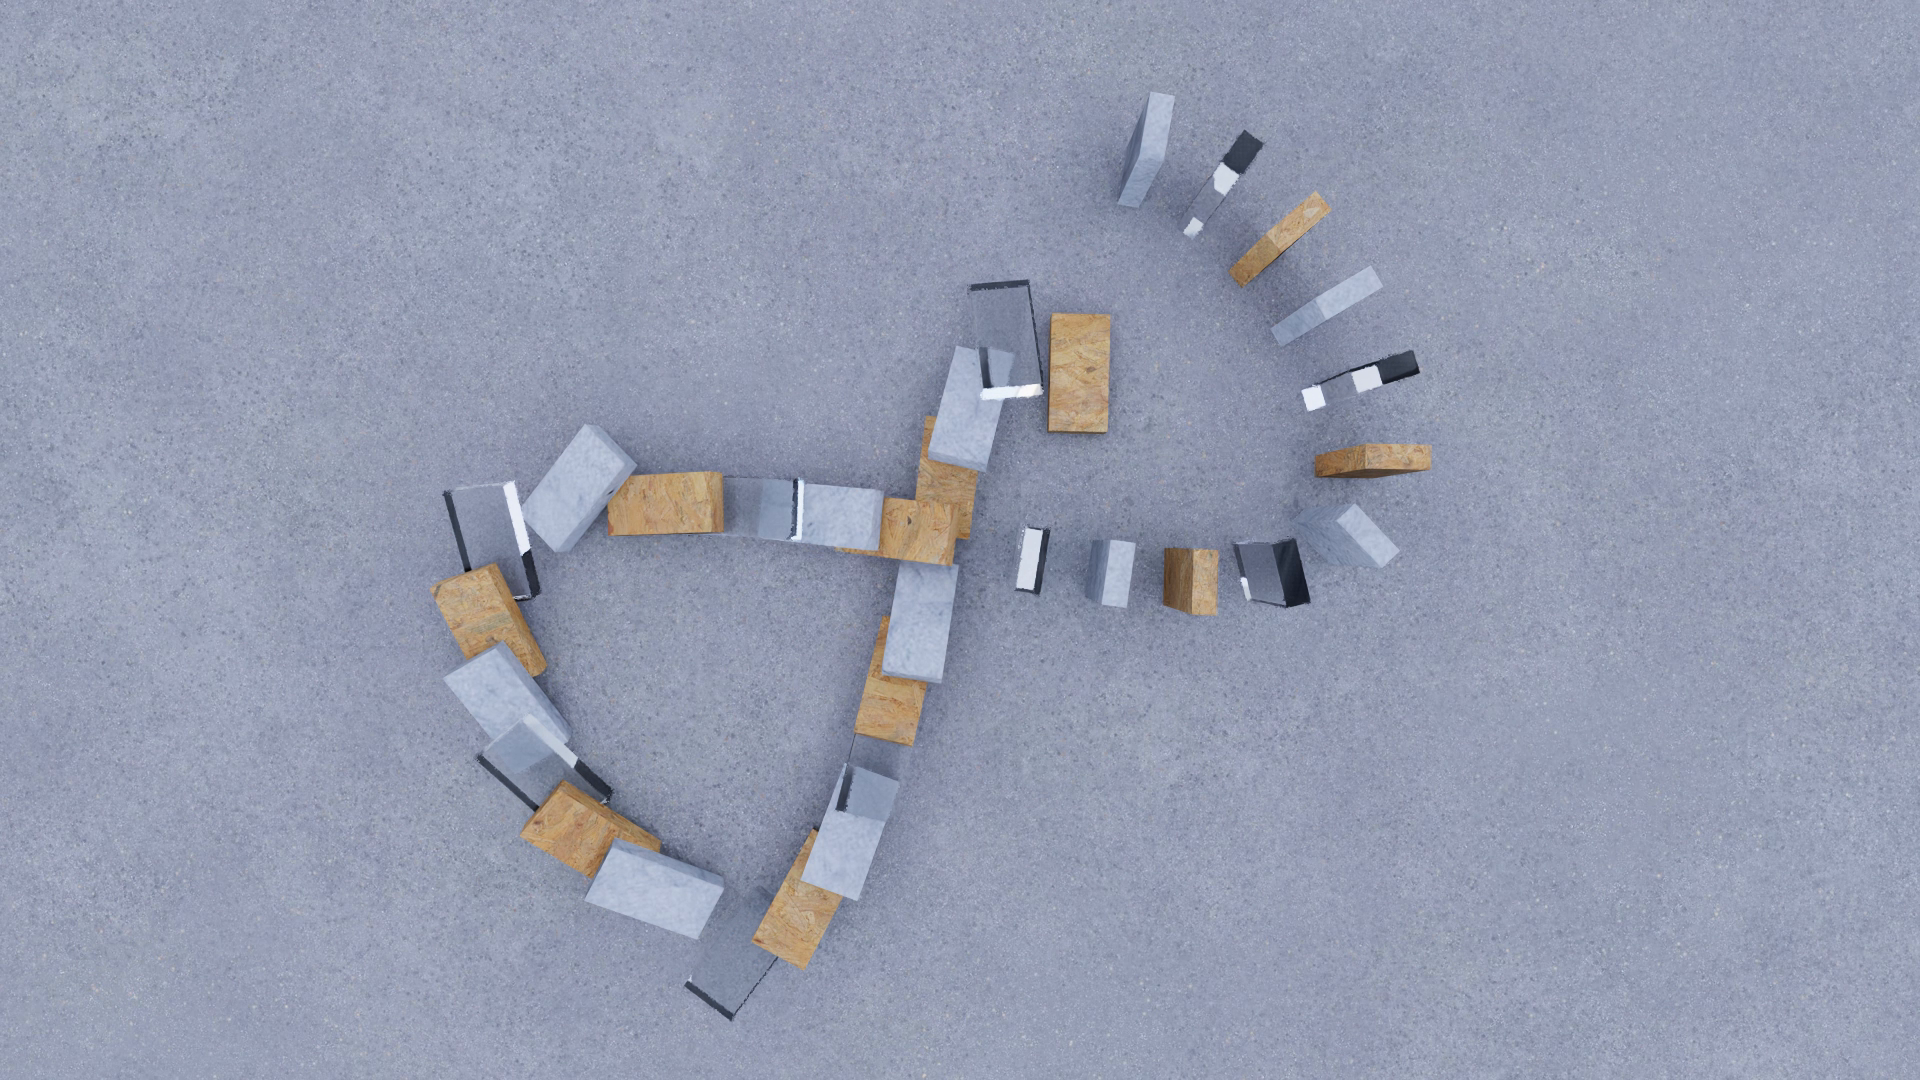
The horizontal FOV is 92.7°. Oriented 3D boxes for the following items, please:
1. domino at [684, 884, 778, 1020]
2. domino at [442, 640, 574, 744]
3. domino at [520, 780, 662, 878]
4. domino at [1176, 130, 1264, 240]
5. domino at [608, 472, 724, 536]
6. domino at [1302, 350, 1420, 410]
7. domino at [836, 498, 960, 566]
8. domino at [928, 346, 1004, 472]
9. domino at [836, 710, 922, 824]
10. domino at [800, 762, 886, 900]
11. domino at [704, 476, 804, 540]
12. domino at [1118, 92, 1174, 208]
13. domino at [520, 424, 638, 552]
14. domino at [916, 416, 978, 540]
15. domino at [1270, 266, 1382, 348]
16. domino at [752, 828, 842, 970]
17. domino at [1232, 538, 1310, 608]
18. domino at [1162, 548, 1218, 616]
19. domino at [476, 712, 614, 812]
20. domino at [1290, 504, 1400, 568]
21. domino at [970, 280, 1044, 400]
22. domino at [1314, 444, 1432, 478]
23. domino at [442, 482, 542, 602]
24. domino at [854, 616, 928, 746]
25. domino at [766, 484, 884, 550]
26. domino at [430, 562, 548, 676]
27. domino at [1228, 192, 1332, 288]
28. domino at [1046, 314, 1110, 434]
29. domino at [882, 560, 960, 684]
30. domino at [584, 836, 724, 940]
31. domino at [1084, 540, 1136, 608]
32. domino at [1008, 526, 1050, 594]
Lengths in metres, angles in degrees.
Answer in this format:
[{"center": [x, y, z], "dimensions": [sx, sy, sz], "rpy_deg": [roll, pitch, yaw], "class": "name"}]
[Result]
[{"center": [-0.093, 0.178, 0.395], "dimensions": [0.025, 0.009, 0.050], "rpy_deg": [37, 90, 0], "class": "domino"}, {"center": [-0.190, 0.070, 0.388], "dimensions": [0.025, 0.009, 0.050], "rpy_deg": [-29, 108, 0], "class": "domino"}, {"center": [-0.156, 0.126, 0.388], "dimensions": [0.050, 0.010, 0.025], "rpy_deg": [40, 91, -17], "class": "domino"}, {"center": [0.105, -0.144, 0.375], "dimensions": [0.009, 0.050, 0.025], "rpy_deg": [36, 90, 0], "class": "domino"}, {"center": [-0.125, -0.015, 0.388], "dimensions": [0.050, 0.010, 0.025], "rpy_deg": [-2, 89, 17], "class": "domino"}, {"center": [0.163, -0.065, 0.375], "dimensions": [0.025, 0.050, 0.009], "rpy_deg": [-17, 90, 0], "class": "domino"}, {"center": [-0.027, -0.005, 0.387], "dimensions": [0.050, 0.009, 0.025], "rpy_deg": [7, 88, 19], "class": "domino"}, {"center": [0.005, -0.056, 0.387], "dimensions": [0.025, 0.010, 0.050], "rpy_deg": [13, 72, 2], "class": "domino"}, {"center": [-0.034, 0.092, 0.388], "dimensions": [0.025, 0.009, 0.050], "rpy_deg": [13, 73, 0], "class": "domino"}, {"center": [-0.046, 0.123, 0.388], "dimensions": [0.025, 0.010, 0.050], "rpy_deg": [20, 73, 0], "class": "domino"}, {"center": [-0.091, -0.014, 0.388], "dimensions": [0.050, 0.010, 0.025], "rpy_deg": [3, 90, 17], "class": "domino"}, {"center": [0.075, -0.158, 0.375], "dimensions": [0.010, 0.050, 0.025], "rpy_deg": [10, 90, 0], "class": "domino"}, {"center": [-0.162, -0.022, 0.389], "dimensions": [0.025, 0.010, 0.050], "rpy_deg": [44, 101, 9], "class": "domino"}, {"center": [-0.005, -0.027, 0.395], "dimensions": [0.025, 0.009, 0.050], "rpy_deg": [7, 90, 0], "class": "domino"}, {"center": [0.149, -0.095, 0.375], "dimensions": [0.025, 0.050, 0.009], "rpy_deg": [-30, 90, 0], "class": "domino"}, {"center": [-0.064, 0.151, 0.389], "dimensions": [0.025, 0.009, 0.050], "rpy_deg": [29, 74, 0], "class": "domino"}, {"center": [0.127, 0.013, 0.375], "dimensions": [0.010, 0.050, 0.025], "rpy_deg": [-14, 90, 0], "class": "domino"}, {"center": [0.094, 0.016, 0.375], "dimensions": [0.009, 0.050, 0.025], "rpy_deg": [2, 90, 0], "class": "domino"}, {"center": [-0.175, 0.100, 0.388], "dimensions": [0.025, 0.009, 0.050], "rpy_deg": [-39, 108, 0], "class": "domino"}, {"center": [0.156, -0.002, 0.375], "dimensions": [0.009, 0.050, 0.025], "rpy_deg": [-44, 90, 0], "class": "domino"}, {"center": [0.019, -0.085, 0.387], "dimensions": [0.025, 0.010, 0.050], "rpy_deg": [-5, 72, -3], "class": "domino"}, {"center": [0.168, -0.032, 0.375], "dimensions": [0.025, 0.050, 0.009], "rpy_deg": [1, 90, 0], "class": "domino"}, {"center": [-0.198, 0.002, 0.388], "dimensions": [0.025, 0.010, 0.050], "rpy_deg": [-6, 107, 0], "class": "domino"}, {"center": [-0.026, 0.060, 0.388], "dimensions": [0.025, 0.009, 0.050], "rpy_deg": [13, 73, 0], "class": "domino"}, {"center": [-0.058, -0.010, 0.387], "dimensions": [0.050, 0.010, 0.025], "rpy_deg": [6, 90, 19], "class": "domino"}, {"center": [-0.199, 0.037, 0.388], "dimensions": [0.025, 0.009, 0.050], "rpy_deg": [-19, 107, 0], "class": "domino"}, {"center": [0.130, -0.122, 0.375], "dimensions": [0.025, 0.050, 0.010], "rpy_deg": [-40, 90, 0], "class": "domino"}, {"center": [0.051, -0.071, 0.395], "dimensions": [0.025, 0.010, 0.050], "rpy_deg": [1, 90, 0], "class": "domino"}, {"center": [-0.016, 0.033, 0.386], "dimensions": [0.025, 0.010, 0.050], "rpy_deg": [9, 68, 0], "class": "domino"}, {"center": [-0.129, 0.148, 0.388], "dimensions": [0.050, 0.010, 0.025], "rpy_deg": [28, 91, -17], "class": "domino"}, {"center": [0.061, 0.013, 0.375], "dimensions": [0.010, 0.050, 0.025], "rpy_deg": [8, 90, 0], "class": "domino"}, {"center": [0.028, 0.008, 0.375], "dimensions": [0.010, 0.050, 0.025], "rpy_deg": [9, 90, 0], "class": "domino"}]
